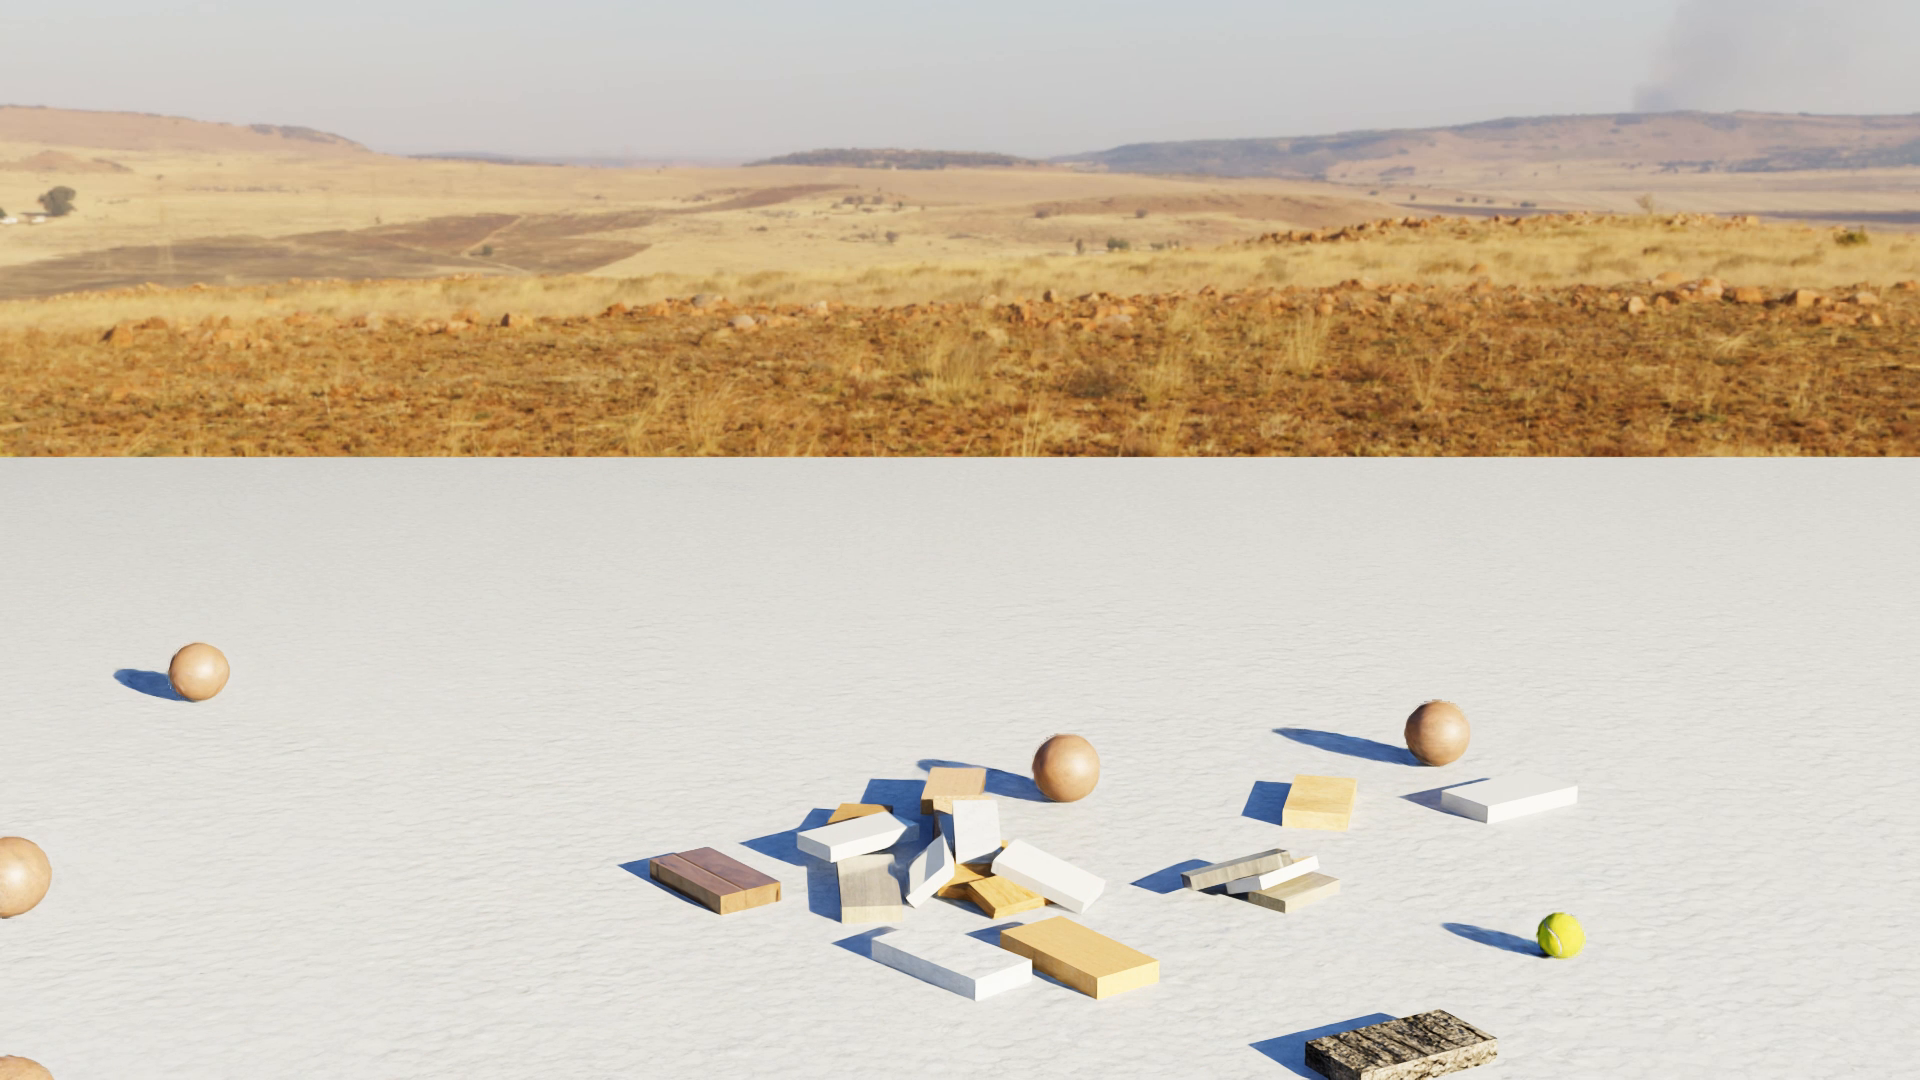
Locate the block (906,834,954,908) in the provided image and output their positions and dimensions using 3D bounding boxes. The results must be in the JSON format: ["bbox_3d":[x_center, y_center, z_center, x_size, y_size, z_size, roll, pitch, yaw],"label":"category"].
[{"bbox_3d":[-0.051,0.551,3.675,0.085,0.024,0.169,-41,9,6],"label":"block"}]

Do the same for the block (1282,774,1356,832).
[{"bbox_3d":[0.675,0.490,4.115,0.116,0.033,0.231,3,11,14],"label":"block"}]

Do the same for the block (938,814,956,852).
[{"bbox_3d":[0.013,0.523,3.785,0.077,0.022,0.153,-4,28,-8],"label":"block"}]

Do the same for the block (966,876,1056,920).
[{"bbox_3d":[0.094,0.578,3.612,0.151,0.021,0.076,-8,32,-37],"label":"block"}]

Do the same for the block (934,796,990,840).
[{"bbox_3d":[0.006,0.514,3.872,0.103,0.029,0.205,0,24,-2],"label":"block"}]

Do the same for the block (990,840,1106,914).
[{"bbox_3d":[0.146,0.555,3.630,0.169,0.024,0.085,23,27,21],"label":"block"}]

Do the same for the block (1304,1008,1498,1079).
[{"bbox_3d":[0.602,0.698,2.998,0.237,0.034,0.118,-6,12,-28],"label":"block"}]

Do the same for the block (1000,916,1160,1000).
[{"bbox_3d":[0.180,0.633,3.345,0.118,0.034,0.237,-8,13,-35],"label":"block"}]

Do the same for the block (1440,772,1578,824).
[{"bbox_3d":[1.036,0.484,4.147,0.237,0.034,0.118,-7,12,-32],"label":"block"}]

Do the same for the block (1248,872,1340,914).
[{"bbox_3d":[0.555,0.582,3.651,0.076,0.021,0.151,10,15,44],"label":"block"}]

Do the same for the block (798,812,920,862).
[{"bbox_3d":[-0.177,0.517,3.836,0.194,0.028,0.097,-9,13,-39],"label":"block"}]

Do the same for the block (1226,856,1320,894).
[{"bbox_3d":[0.521,0.557,3.661,0.151,0.021,0.076,-11,-5,-43],"label":"block"}]

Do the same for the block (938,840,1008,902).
[{"bbox_3d":[0.023,0.550,3.689,0.076,0.022,0.153,9,29,15],"label":"block"}]

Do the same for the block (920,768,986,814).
[{"bbox_3d":[-0.011,0.467,4.091,0.103,0.029,0.205,1,11,5],"label":"block"}]

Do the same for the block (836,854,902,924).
[{"bbox_3d":[-0.152,0.578,3.656,0.097,0.028,0.254,-1,11,-5],"label":"block"}]

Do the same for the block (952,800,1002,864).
[{"bbox_3d":[0.028,0.496,3.744,0.076,0.022,0.153,-1,28,-2],"label":"block"}]

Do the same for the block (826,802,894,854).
[{"bbox_3d":[-0.187,0.519,3.974,0.097,0.028,0.194,2,11,9],"label":"block"}]

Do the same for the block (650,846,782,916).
[{"bbox_3d":[-0.412,0.570,3.688,0.116,0.033,0.231,-8,13,-37],"label":"block"}]

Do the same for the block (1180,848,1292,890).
[{"bbox_3d":[0.460,0.549,3.668,0.171,0.024,0.085,-14,-4,-6],"label":"block"}]

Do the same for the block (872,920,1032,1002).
[{"bbox_3d":[-0.014,0.636,3.333,0.116,0.033,0.231,-10,14,-42],"label":"block"}]
